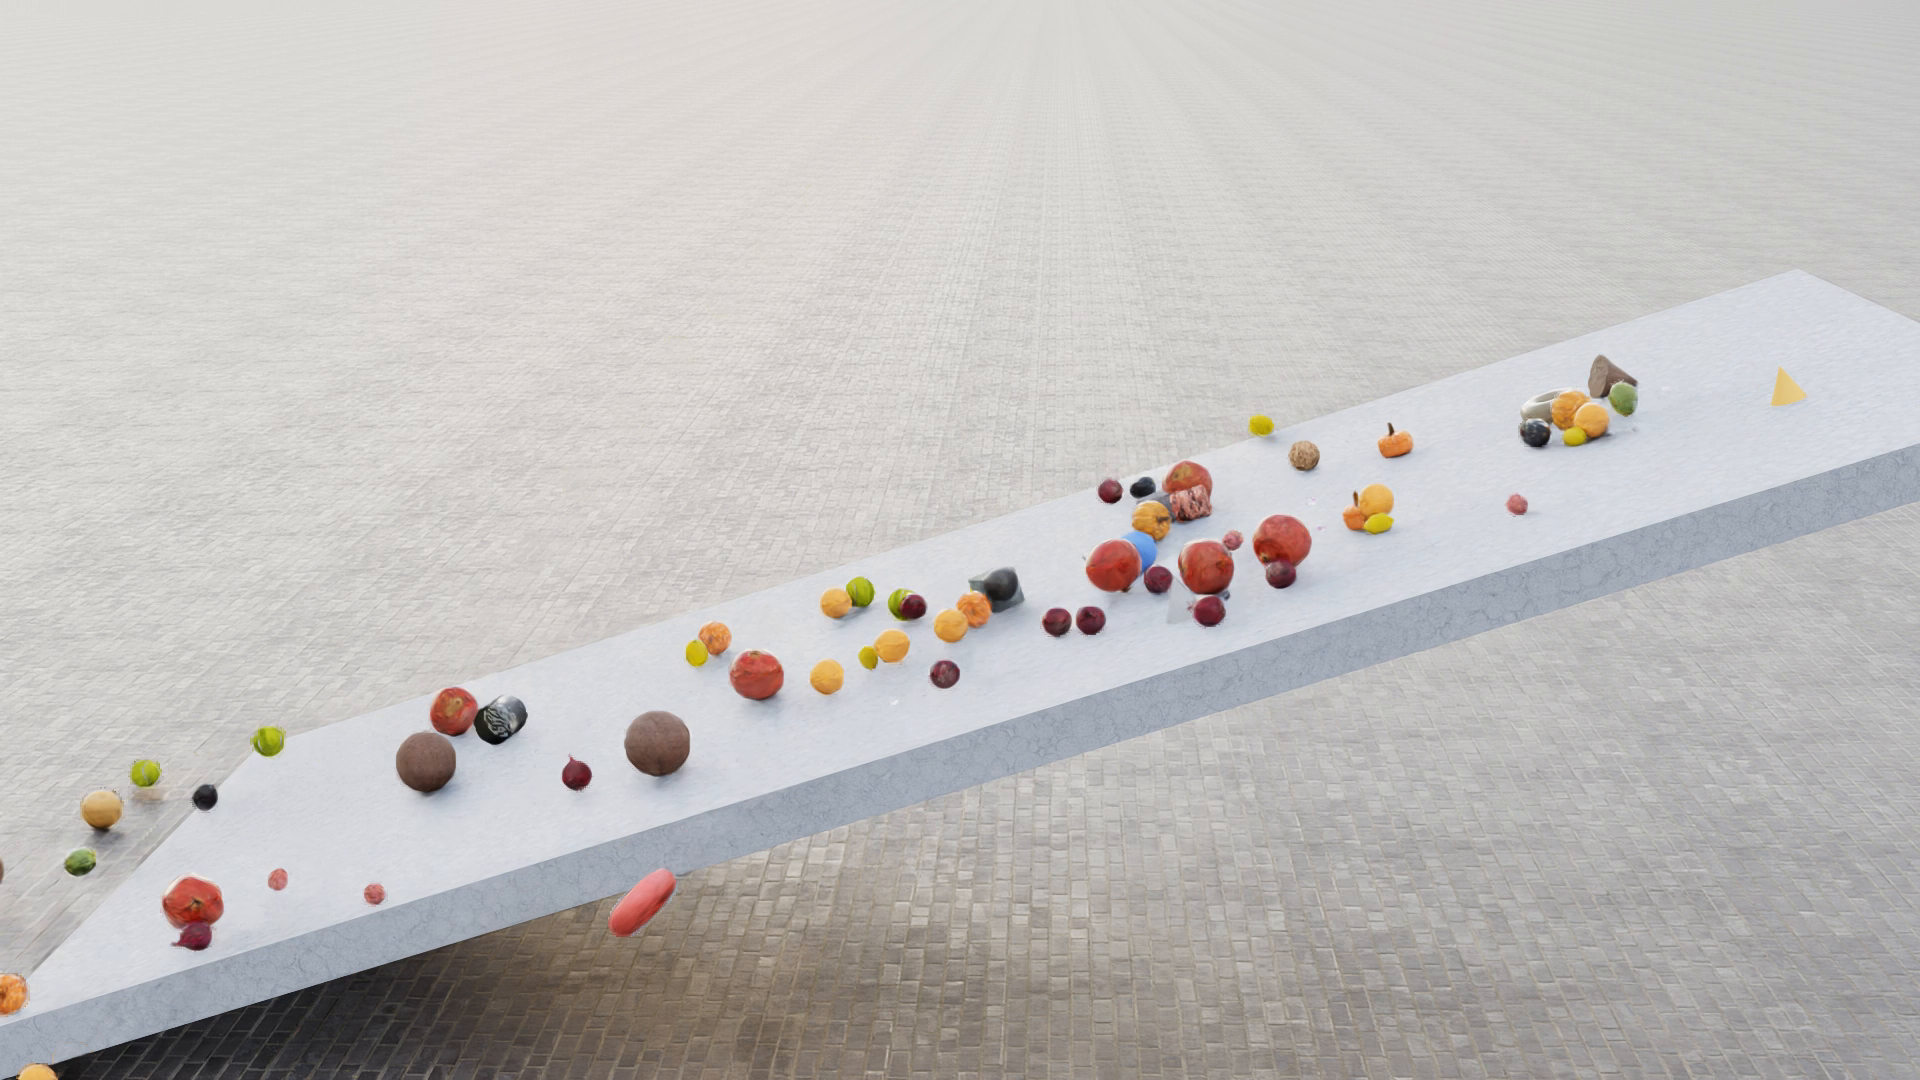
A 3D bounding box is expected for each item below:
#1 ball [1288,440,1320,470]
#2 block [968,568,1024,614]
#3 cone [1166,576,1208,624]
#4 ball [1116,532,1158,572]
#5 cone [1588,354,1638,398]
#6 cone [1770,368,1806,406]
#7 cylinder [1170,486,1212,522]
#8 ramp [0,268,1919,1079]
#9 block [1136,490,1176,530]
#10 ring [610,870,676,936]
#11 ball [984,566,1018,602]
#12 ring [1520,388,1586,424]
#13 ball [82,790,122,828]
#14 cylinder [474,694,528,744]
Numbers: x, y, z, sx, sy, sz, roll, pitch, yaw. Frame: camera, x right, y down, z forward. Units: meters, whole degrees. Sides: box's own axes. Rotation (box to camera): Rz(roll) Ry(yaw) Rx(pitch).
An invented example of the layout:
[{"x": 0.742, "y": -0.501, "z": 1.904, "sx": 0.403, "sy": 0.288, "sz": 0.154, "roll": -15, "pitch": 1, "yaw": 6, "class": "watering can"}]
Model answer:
[{"x": 0.775, "y": -0.190, "z": 6.624, "sx": 0.069, "sy": 0.069, "sz": 0.069, "roll": 0, "pitch": 12, "yaw": 0, "class": "ball"}, {"x": 0.078, "y": 0.107, "z": 6.256, "sx": 0.076, "sy": 0.076, "sz": 0.076, "roll": -24, "pitch": 12, "yaw": -27, "class": "block"}, {"x": 0.422, "y": 0.106, "z": 5.645, "sx": 0.085, "sy": 0.085, "sz": 0.085, "roll": -18, "pitch": 10, "yaw": 3, "class": "cone"}, {"x": 0.370, "y": 0.024, "z": 6.157, "sx": 0.085, "sy": 0.085, "sz": 0.085, "roll": 0, "pitch": 12, "yaw": 0, "class": "ball"}, {"x": 1.433, "y": -0.349, "z": 6.396, "sx": 0.098, "sy": 0.098, "sz": 0.098, "roll": 7, "pitch": 10, "yaw": -11, "class": "cone"}, {"x": 1.622, "y": -0.310, "z": 5.790, "sx": 0.072, "sy": 0.072, "sz": 0.072, "roll": -18, "pitch": 10, "yaw": 3, "class": "cone"}, {"x": 0.510, "y": -0.080, "z": 6.501, "sx": 0.070, "sy": 0.070, "sz": 0.070, "roll": -14, "pitch": 6, "yaw": 20, "class": "cylinder"}, {"x": 0.101, "y": 0.183, "z": 6.310, "sx": 4.000, "sy": 0.100, "sz": 2.000, "roll": -17, "pitch": 10, "yaw": 5, "class": "ramp"}, {"x": 0.440, "y": -0.067, "z": 6.571, "sx": 0.064, "sy": 0.064, "sz": 0.064, "roll": -20, "pitch": 11, "yaw": -12, "class": "block"}, {"x": -0.559, "y": 0.639, "z": 5.191, "sx": 0.048, "sy": 0.143, "sz": 0.143, "roll": 43, "pitch": 22, "yaw": 8, "class": "ring"}, {"x": 0.087, "y": 0.092, "z": 6.176, "sx": 0.073, "sy": 0.073, "sz": 0.073, "roll": 0, "pitch": 12, "yaw": 0, "class": "ball"}, {"x": 1.277, "y": -0.288, "z": 6.333, "sx": 0.143, "sy": 0.048, "sz": 0.143, "roll": -19, "pitch": 10, "yaw": 4, "class": "ring"}, {"x": -2.071, "y": 0.650, "z": 7.099, "sx": 0.095, "sy": 0.095, "sz": 0.095, "roll": 0, "pitch": 12, "yaw": 0, "class": "ball"}, {"x": -1.027, "y": 0.401, "z": 6.577, "sx": 0.088, "sy": 0.088, "sz": 0.088, "roll": 3, "pitch": 16, "yaw": 16, "class": "cylinder"}]
